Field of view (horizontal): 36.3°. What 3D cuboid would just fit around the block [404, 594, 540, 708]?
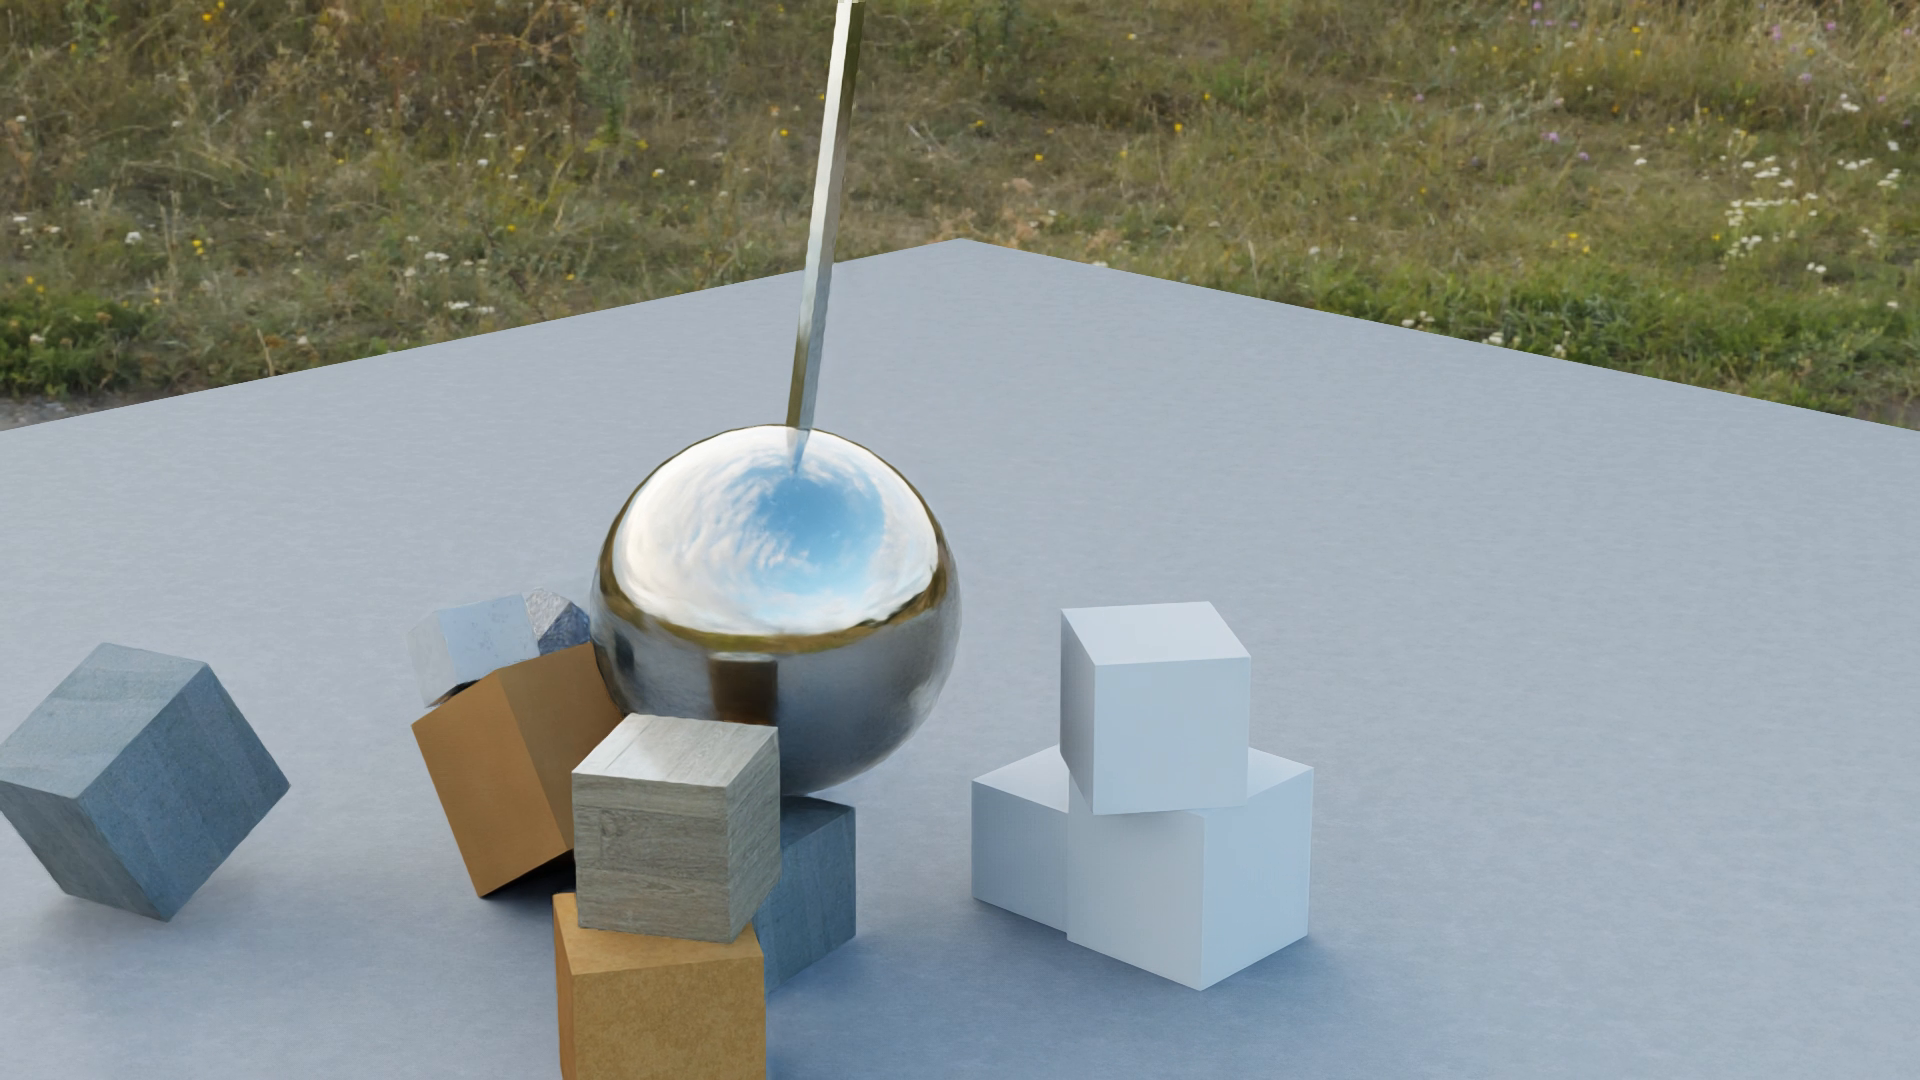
[{"bbox_3d":[-2.205,0.502,13.282,0.431,0.349,0.396,-11,-12,-36],"label":"block"}]

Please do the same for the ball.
[{"bbox_3d":[-0.790,0.301,12.608,1.600,1.600,1.600,0,17,0],"label":"ball"}]

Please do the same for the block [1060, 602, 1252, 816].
[{"bbox_3d":[0.813,0.701,12.389,0.652,0.658,0.720,-3,18,-9],"label":"block"}]

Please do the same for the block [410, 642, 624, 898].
[{"bbox_3d":[-1.810,1.004,13.232,0.796,0.846,0.810,-17,-9,-42],"label":"block"}]

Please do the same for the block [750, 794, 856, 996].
[{"bbox_3d":[-0.937,1.481,12.628,0.688,0.603,0.725,10,20,30],"label":"block"}]

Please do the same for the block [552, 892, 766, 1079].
[{"bbox_3d":[-1.162,1.822,11.303,0.713,0.745,0.734,-4,18,-12],"label":"block"}]

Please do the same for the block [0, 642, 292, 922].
[{"bbox_3d":[-3.672,1.066,13.042,0.756,0.776,0.847,7,46,38],"label":"block"}]

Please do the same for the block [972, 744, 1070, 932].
[{"bbox_3d":[0.494,1.330,13.171,0.617,0.564,0.639,15,23,40],"label":"block"}]

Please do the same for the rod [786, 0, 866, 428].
[{"bbox_3d":[-0.342,-3.020,12.034,0.080,5.200,0.080,17,13,42],"label":"rod"}]

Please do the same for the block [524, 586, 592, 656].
[{"bbox_3d":[-1.949,0.614,14.438,0.474,0.551,0.533,-52,24,-11],"label":"block"}]

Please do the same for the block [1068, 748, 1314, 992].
[{"bbox_3d":[0.994,1.361,12.699,0.740,0.788,0.753,16,23,40],"label":"block"}]

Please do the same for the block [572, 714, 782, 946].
[{"bbox_3d":[-1.080,1.103,11.281,0.610,0.640,0.635,4,18,14],"label":"block"}]
